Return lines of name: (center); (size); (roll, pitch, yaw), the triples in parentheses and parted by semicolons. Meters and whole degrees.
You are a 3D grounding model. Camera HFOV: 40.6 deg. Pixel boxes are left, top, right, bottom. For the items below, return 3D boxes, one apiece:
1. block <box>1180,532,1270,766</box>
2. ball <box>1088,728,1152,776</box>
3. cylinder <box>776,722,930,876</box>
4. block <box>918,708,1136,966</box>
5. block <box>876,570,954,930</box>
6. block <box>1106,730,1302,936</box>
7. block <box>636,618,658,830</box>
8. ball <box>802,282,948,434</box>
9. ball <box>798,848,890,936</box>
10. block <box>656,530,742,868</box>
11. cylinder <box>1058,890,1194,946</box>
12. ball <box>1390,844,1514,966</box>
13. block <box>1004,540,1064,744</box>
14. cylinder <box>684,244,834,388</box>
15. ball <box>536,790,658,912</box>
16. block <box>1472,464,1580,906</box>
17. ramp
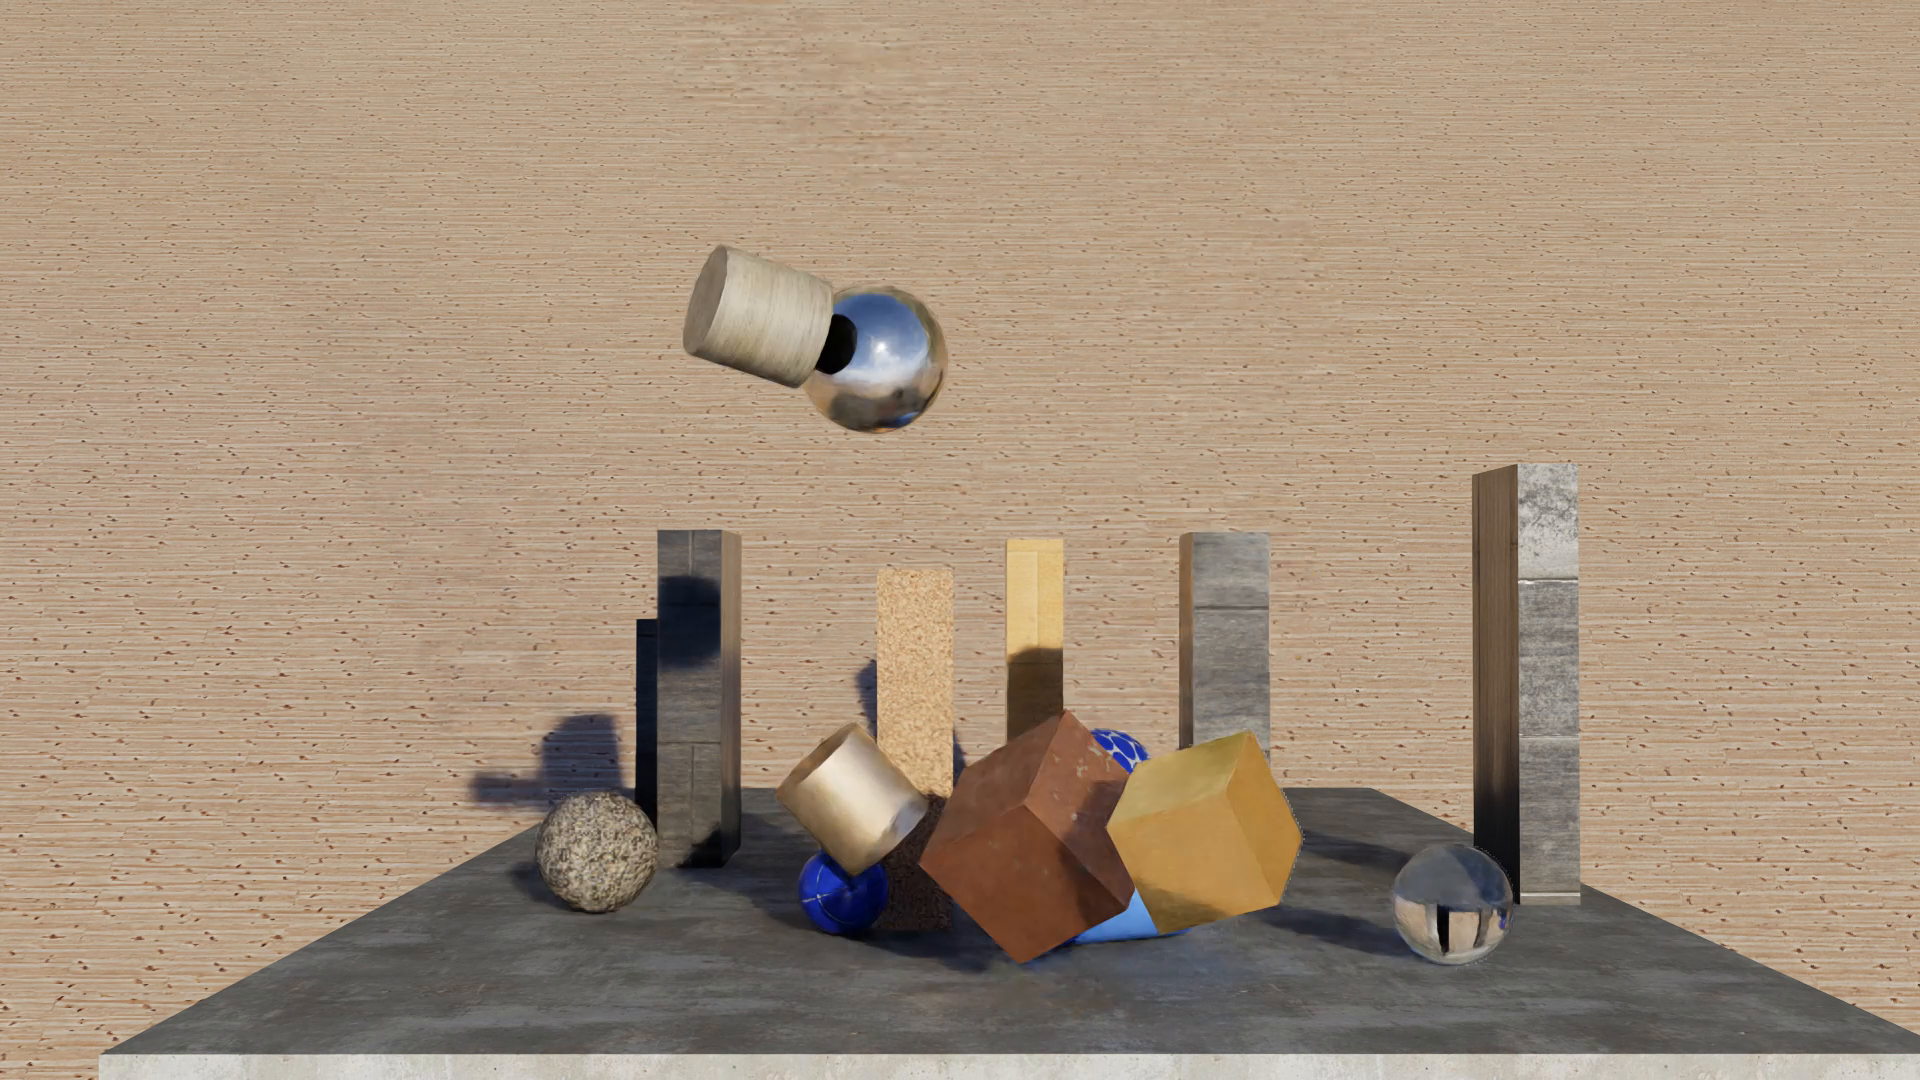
block: (0.468, 0.292, 4.605); (0.132, 0.607, 0.275); (0, -1, 0)
ball: (0.229, 0.392, 4.162); (0.179, 0.179, 0.179); (0, 34, 0)
cylinder: (-0.153, 0.367, 3.683); (0.156, 0.156, 0.156); (48, 41, -7)
block: (0.102, 0.364, 3.181); (0.185, 0.185, 0.185); (-34, 17, 35)
block: (-0.066, 0.314, 3.977); (0.113, 0.533, 0.276); (0, -1, 0)
block: (0.276, 0.328, 2.914); (0.146, 0.146, 0.146); (-19, 17, 26)
block: (-0.624, 0.393, 5.547); (0.104, 0.450, 0.277); (0, -1, 0)
ball: (-0.107, -0.223, 3.194); (0.186, 0.186, 0.186); (0, 34, 0)
ball: (-0.170, 0.509, 3.787); (0.134, 0.134, 0.134); (0, 34, 0)
block: (-0.495, 0.295, 4.959); (0.117, 0.618, 0.433); (0, -1, 0)
cylinder: (0.216, 0.469, 3.716); (0.208, 0.208, 0.208); (1, 29, -33)
ball: (0.658, 0.487, 3.473); (0.162, 0.162, 0.162); (0, 34, 0)
block: (0.168, 0.316, 5.964); (0.124, 0.624, 0.443); (0, -1, 0)
cylinder: (-0.239, -0.264, 3.073); (0.135, 0.135, 0.135); (17, 28, -22)
ball: (-0.568, 0.487, 4.062); (0.191, 0.191, 0.191); (0, 34, 0)
block: (0.945, 0.235, 4.351); (0.097, 0.708, 0.374); (0, -1, 0)
ramp: (0.075, 0.650, 4.785); (2.000, 0.100, 4.000); (0, -1, 0)
